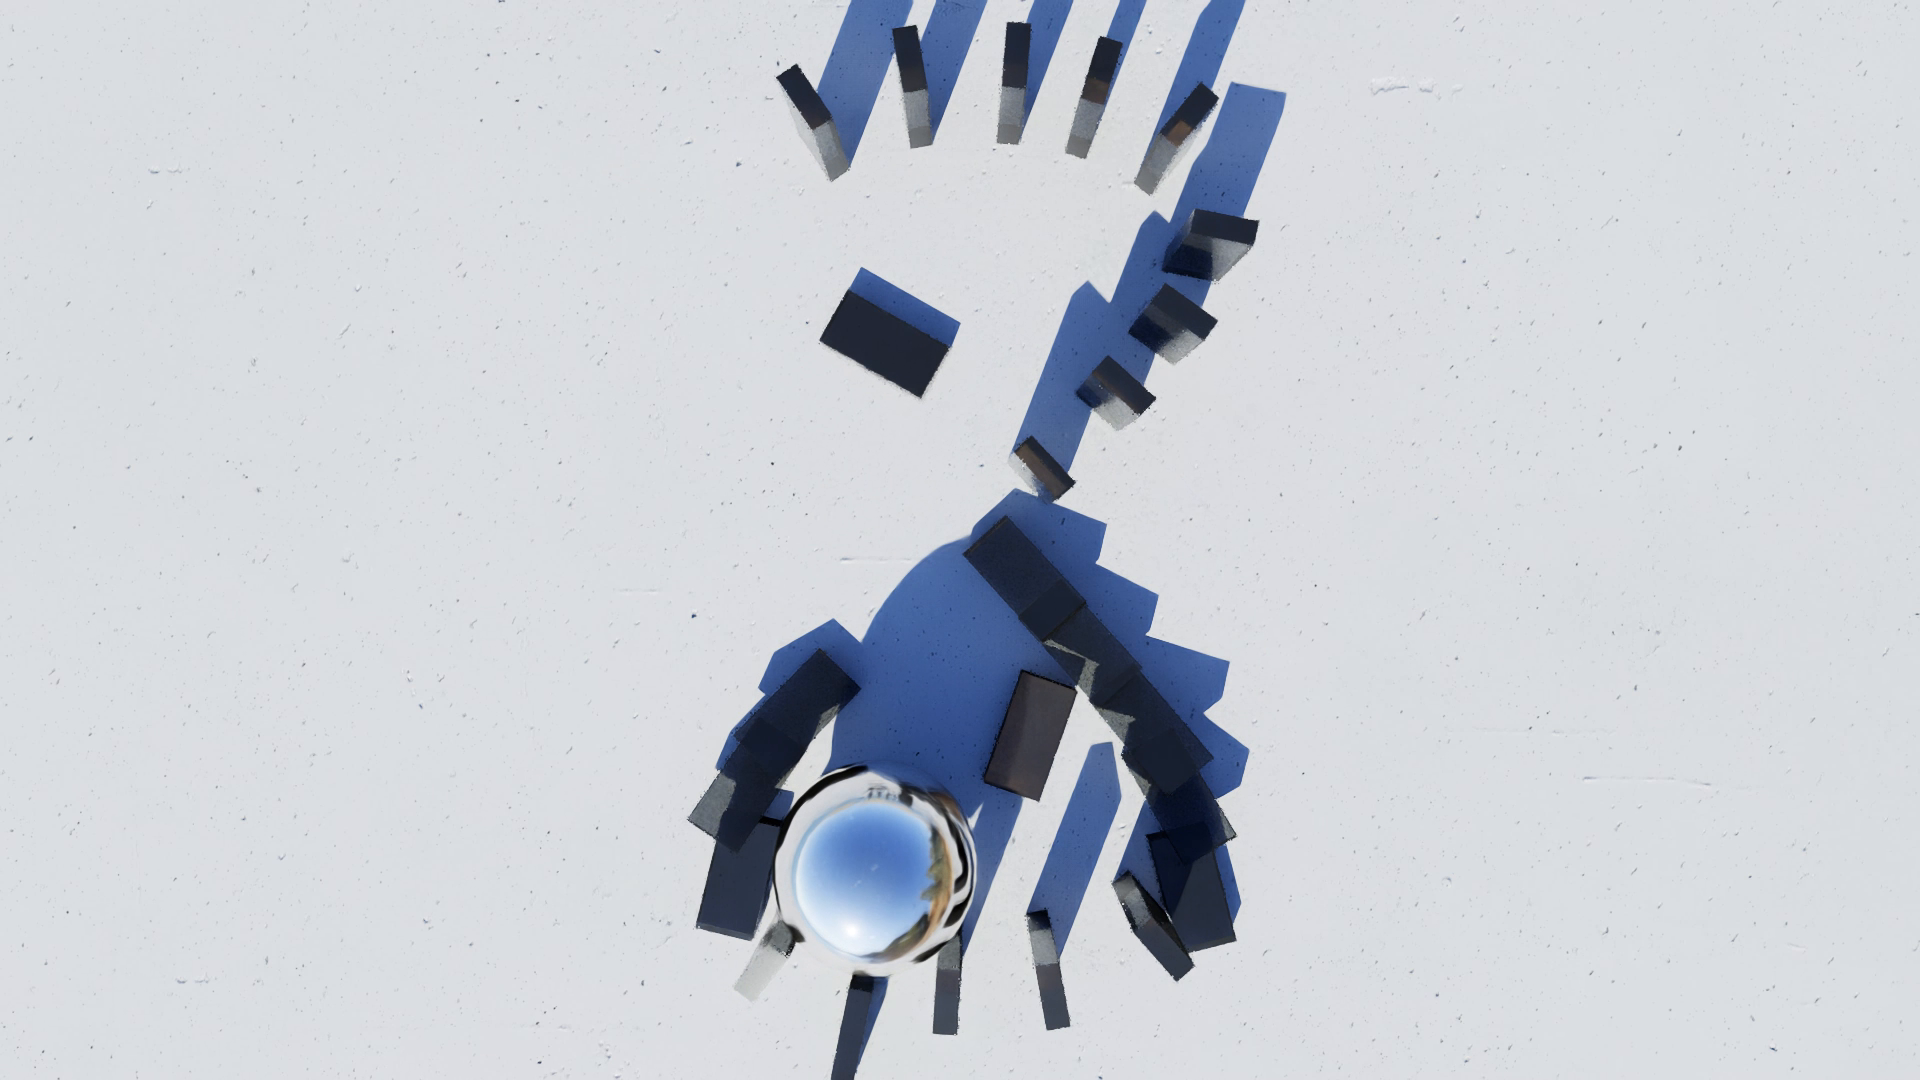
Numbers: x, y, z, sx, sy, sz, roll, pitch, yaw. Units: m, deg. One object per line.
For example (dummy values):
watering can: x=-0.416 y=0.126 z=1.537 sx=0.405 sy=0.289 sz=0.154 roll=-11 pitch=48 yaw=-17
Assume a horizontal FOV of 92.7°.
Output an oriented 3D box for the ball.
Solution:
ball: x=-0.033 y=0.128 z=0.360 sx=0.080 sy=0.080 sz=0.080 roll=0 pitch=90 yaw=0

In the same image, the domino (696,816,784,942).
domino: x=-0.095 y=0.144 z=0.395 sx=0.025 sy=0.010 sz=0.050 roll=14 pitch=90 yaw=0

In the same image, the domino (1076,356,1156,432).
domino: x=0.063 y=-0.059 z=0.375 sx=0.025 sy=0.050 sz=0.010 roll=42 pitch=90 yaw=0

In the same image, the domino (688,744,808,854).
domino: x=-0.090 y=0.103 z=0.389 sx=0.025 sy=0.009 sz=0.050 roll=34 pitch=75 yaw=0

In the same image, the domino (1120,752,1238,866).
domino: x=0.092 y=0.109 z=0.389 sx=0.025 sy=0.010 sz=0.050 roll=-30 pitch=76 yaw=0

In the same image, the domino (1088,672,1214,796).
domino: x=0.080 y=0.080 z=0.387 sx=0.025 sy=0.010 sz=0.050 roll=-39 pitch=71 yaw=-1

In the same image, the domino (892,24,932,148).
domino: x=-0.019 y=-0.184 z=0.375 sx=0.010 sy=0.050 sz=0.025 roll=-10 pitch=90 yaw=0

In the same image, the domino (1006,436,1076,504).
domino: x=0.032 y=-0.028 z=0.375 sx=0.009 sy=0.050 sz=0.025 roll=-43 pitch=90 yaw=0

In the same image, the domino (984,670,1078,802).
domino: x=0.030 y=0.084 z=0.395 sx=0.025 sy=0.010 sz=0.050 roll=19 pitch=90 yaw=0

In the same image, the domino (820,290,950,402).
domino: x=-0.032 y=-0.084 z=0.395 sx=0.050 sy=0.009 sz=0.025 roll=30 pitch=90 yaw=0

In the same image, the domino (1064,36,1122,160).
domino: x=0.054 y=-0.179 z=0.375 sx=0.009 sy=0.050 sz=0.025 roll=17 pitch=90 yaw=0

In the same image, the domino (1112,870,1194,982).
domino: x=0.078 y=0.157 z=0.375 sx=0.010 sy=0.050 sz=0.025 roll=-41 pitch=90 yaw=0

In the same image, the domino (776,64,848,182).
domino: x=-0.059 y=-0.169 z=0.375 sx=0.009 sy=0.050 sz=0.025 roll=-34 pitch=90 yaw=0

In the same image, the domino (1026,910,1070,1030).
domino: x=0.036 y=0.174 z=0.375 sx=0.010 sy=0.050 sz=0.025 roll=-10 pitch=90 yaw=0

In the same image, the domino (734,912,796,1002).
domino: x=-0.073 y=0.161 z=0.373 sx=0.009 sy=0.050 sz=0.025 roll=37 pitch=102 yaw=0

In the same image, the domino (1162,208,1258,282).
domino: x=0.101 y=-0.120 z=0.375 sx=0.025 sy=0.050 sz=0.010 roll=11 pitch=90 yaw=0

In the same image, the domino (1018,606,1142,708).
domino: x=0.051 y=0.044 z=0.390 sx=0.025 sy=0.009 sz=0.050 roll=-42 pitch=77 yaw=0

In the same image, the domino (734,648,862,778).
domino: x=-0.069 y=0.073 z=0.389 sx=0.025 sy=0.009 sz=0.050 roll=44 pitch=75 yaw=1

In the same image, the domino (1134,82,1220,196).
domino: x=0.088 y=-0.162 z=0.375 sx=0.009 sy=0.050 sz=0.025 roll=40 pitch=90 yaw=0

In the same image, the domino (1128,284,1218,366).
domino: x=0.086 y=-0.087 z=0.375 sx=0.025 sy=0.050 sz=0.009 roll=36 pitch=90 yaw=0

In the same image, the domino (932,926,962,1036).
domino: x=-0.005 y=0.177 z=0.375 sx=0.010 sy=0.050 sz=0.025 roll=4 pitch=90 yaw=0

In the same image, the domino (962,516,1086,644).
domino: x=0.027 y=0.016 z=0.389 sx=0.025 sy=0.010 sz=0.050 roll=-42 pitch=75 yaw=0

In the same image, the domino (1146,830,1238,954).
domino: x=0.100 y=0.150 z=0.395 sx=0.025 sy=0.009 sz=0.050 roll=-14 pitch=90 yaw=0

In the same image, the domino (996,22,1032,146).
domino: x=0.022 y=-0.185 z=0.375 sx=0.009 sy=0.050 sz=0.025 roll=4 pitch=90 yaw=0

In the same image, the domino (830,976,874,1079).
domino: x=-0.046 y=0.209 z=0.388 sx=0.010 sy=0.025 sz=0.050 roll=11 pitch=90 yaw=0
